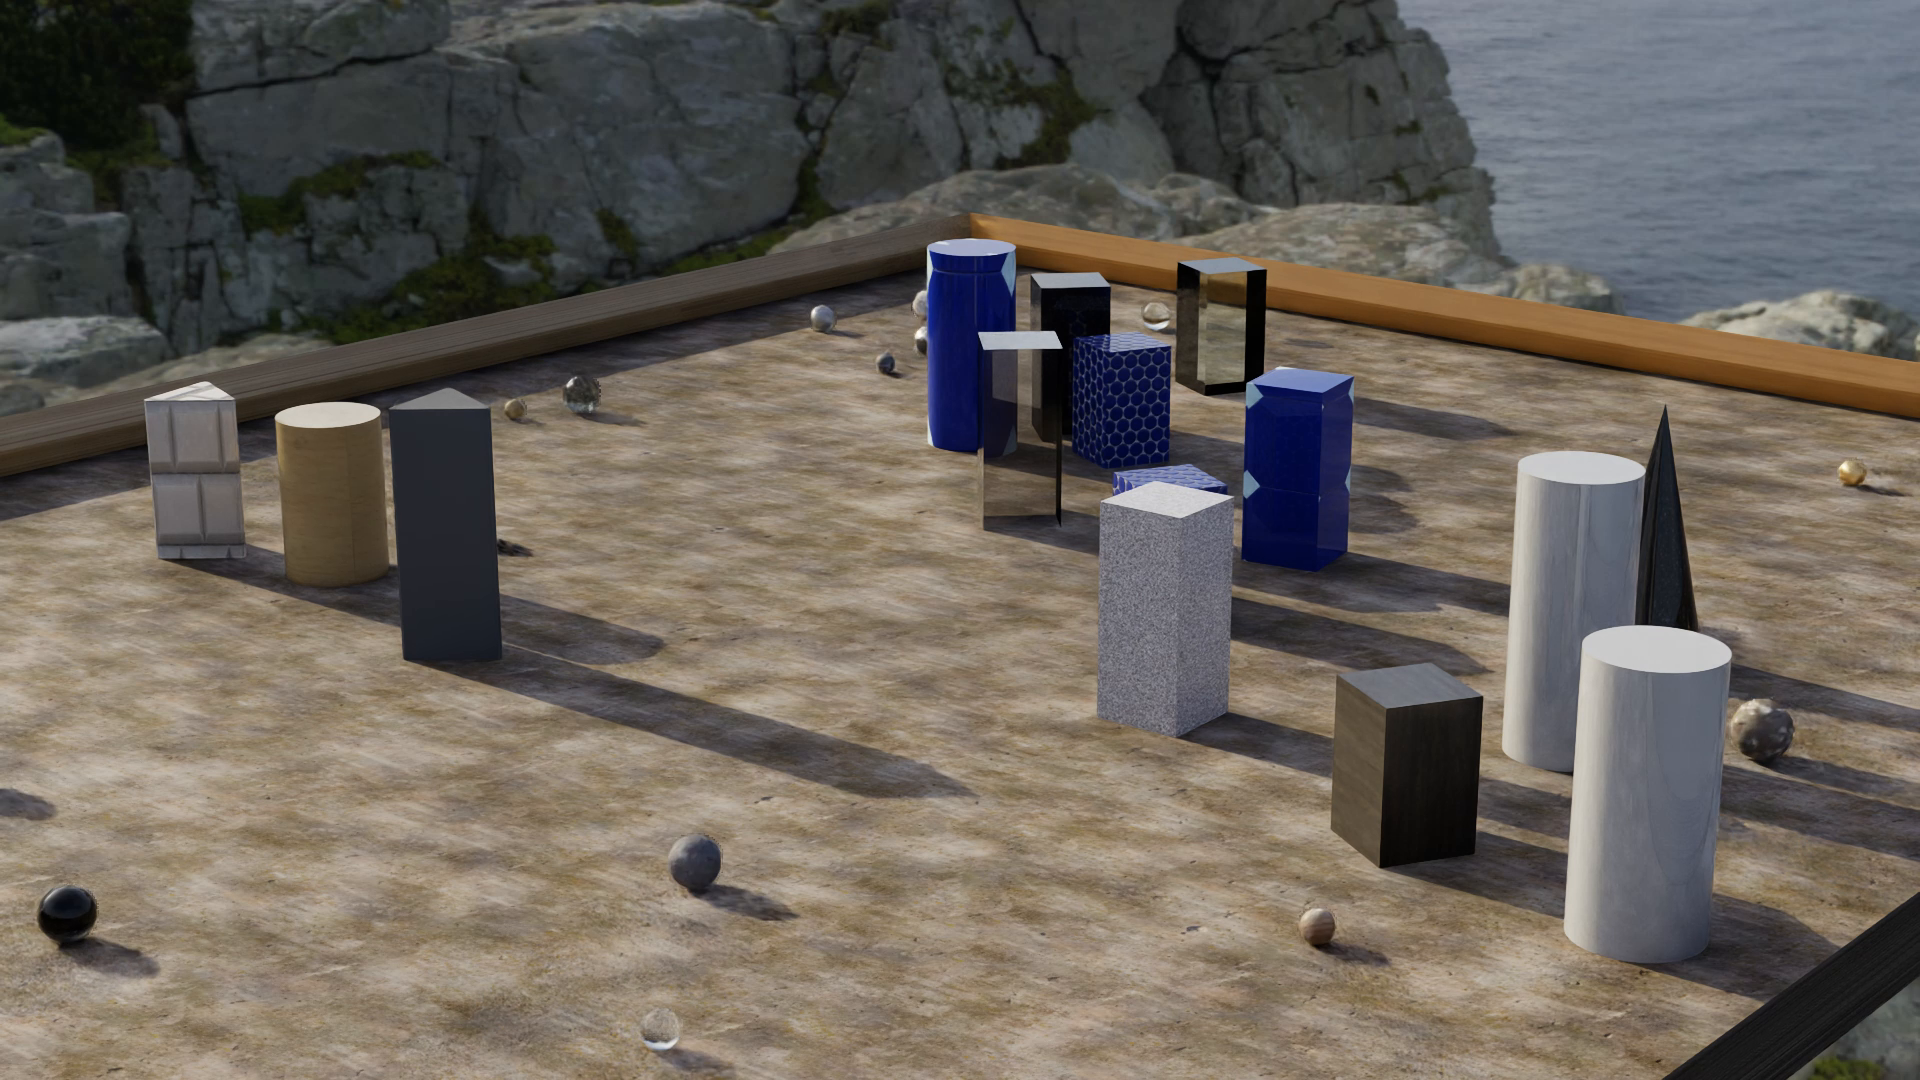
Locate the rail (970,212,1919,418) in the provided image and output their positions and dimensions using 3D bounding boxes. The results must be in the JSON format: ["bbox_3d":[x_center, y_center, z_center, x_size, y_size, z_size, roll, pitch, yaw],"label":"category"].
[{"bbox_3d":[1.466,-0.460,6.737,3.853,0.119,0.045,14,22,39],"label":"rail"}]

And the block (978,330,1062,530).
[{"bbox_3d":[0.111,-0.206,5.511,0.146,0.346,0.146,-1,17,-4],"label":"block"}]

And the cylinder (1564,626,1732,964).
[{"bbox_3d":[0.867,0.320,3.707,0.182,0.385,0.182,0,17,0],"label":"cylinder"}]

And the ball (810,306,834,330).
[{"bbox_3d":[-0.333,-0.537,7.098,0.060,0.060,0.060,0,17,0],"label":"ball"}]

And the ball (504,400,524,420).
[{"bbox_3d":[-0.955,-0.280,6.277,0.043,0.043,0.043,0,17,0],"label":"ball"}]

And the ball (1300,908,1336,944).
[{"bbox_3d":[0.454,0.491,3.726,0.046,0.046,0.046,0,17,0],"label":"ball"}]

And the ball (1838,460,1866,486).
[{"bbox_3d":[1.758,-0.132,5.774,0.052,0.052,0.052,0,17,0],"label":"ball"}]

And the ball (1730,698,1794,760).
[{"bbox_3d":[1.188,0.281,4.344,0.091,0.091,0.091,0,17,0],"label":"ball"}]

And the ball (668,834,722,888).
[{"bbox_3d":[-0.352,0.427,3.894,0.071,0.071,0.071,0,17,0],"label":"ball"}]

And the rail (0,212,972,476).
[{"bbox_3d":[-1.437,-0.332,6.315,0.045,0.119,4.520,14,22,39],"label":"rail"}]

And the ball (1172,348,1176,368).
[{"bbox_3d":[0.515,-0.411,6.642,0.072,0.072,0.072,0,17,0],"label":"ball"}]

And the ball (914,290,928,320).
[{"bbox_3d":[-0.079,-0.580,7.217,0.072,0.072,0.072,0,17,0],"label":"ball"}]

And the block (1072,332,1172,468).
[{"bbox_3d":[0.328,-0.286,5.957,0.146,0.240,0.146,-8,18,-24],"label":"block"}]

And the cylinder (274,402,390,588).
[{"bbox_3d":[-1.112,-0.082,5.197,0.182,0.289,0.182,0,17,0],"label":"cylinder"}]

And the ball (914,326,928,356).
[{"bbox_3d":[-0.071,-0.464,6.835,0.073,0.073,0.073,0,17,0],"label":"ball"}]

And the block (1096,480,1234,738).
[{"bbox_3d":[0.314,0.104,4.485,0.146,0.347,0.146,13,21,36],"label":"block"}]

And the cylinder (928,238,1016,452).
[{"bbox_3d":[0.024,-0.402,6.050,0.182,0.409,0.182,0,17,0],"label":"cylinder"}]

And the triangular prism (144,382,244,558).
[{"bbox_3d":[-1.379,-0.129,5.343,0.158,0.295,0.137,0,17,-2],"label":"triangular prism"}]

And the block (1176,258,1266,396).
[{"bbox_3d":[0.580,-0.476,6.528,0.146,0.274,0.146,-7,18,-22],"label":"block"}]

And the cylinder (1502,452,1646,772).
[{"bbox_3d":[0.904,0.104,4.326,0.182,0.439,0.182,0,17,0],"label":"cylinder"}]

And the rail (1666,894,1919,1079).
[{"bbox_3d":[1.437,0.391,3.927,0.045,0.119,4.520,14,22,39],"label":"rail"}]

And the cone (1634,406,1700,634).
[{"bbox_3d":[1.118,-0.009,4.706,0.182,0.435,0.182,0,17,0],"label":"cone"}]

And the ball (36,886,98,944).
[{"bbox_3d":[-1.136,0.476,3.729,0.074,0.074,0.074,0,17,0],"label":"ball"}]

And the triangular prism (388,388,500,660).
[{"bbox_3d":[-0.832,-0.027,4.790,0.158,0.422,0.137,-1,17,-2],"label":"triangular prism"}]

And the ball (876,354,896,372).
[{"bbox_3d":[-0.170,-0.404,6.682,0.045,0.045,0.045,0,17,0],"label":"ball"}]

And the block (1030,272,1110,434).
[{"bbox_3d":[0.231,-0.394,6.184,0.146,0.314,0.146,-2,17,-7],"label":"block"}]

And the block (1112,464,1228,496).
[{"bbox_3d":[0.358,0.002,5.035,0.146,0.223,0.146,-6,18,-20],"label":"block"}]

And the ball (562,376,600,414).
[{"bbox_3d":[-0.817,-0.314,6.325,0.079,0.079,0.079,0,17,0],"label":"ball"}]

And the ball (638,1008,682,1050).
[{"bbox_3d":[-0.352,0.575,3.444,0.050,0.050,0.050,0,17,0],"label":"ball"}]

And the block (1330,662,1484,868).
[{"bbox_3d":[0.611,0.307,4.018,0.146,0.229,0.146,-6,18,-19],"label":"block"}]

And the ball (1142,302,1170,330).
[{"bbox_3d":[0.474,-0.542,7.099,0.069,0.069,0.069,0,17,0],"label":"ball"}]

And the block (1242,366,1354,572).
[{"bbox_3d":[0.608,-0.129,5.285,0.146,0.330,0.146,9,19,28],"label":"block"}]
